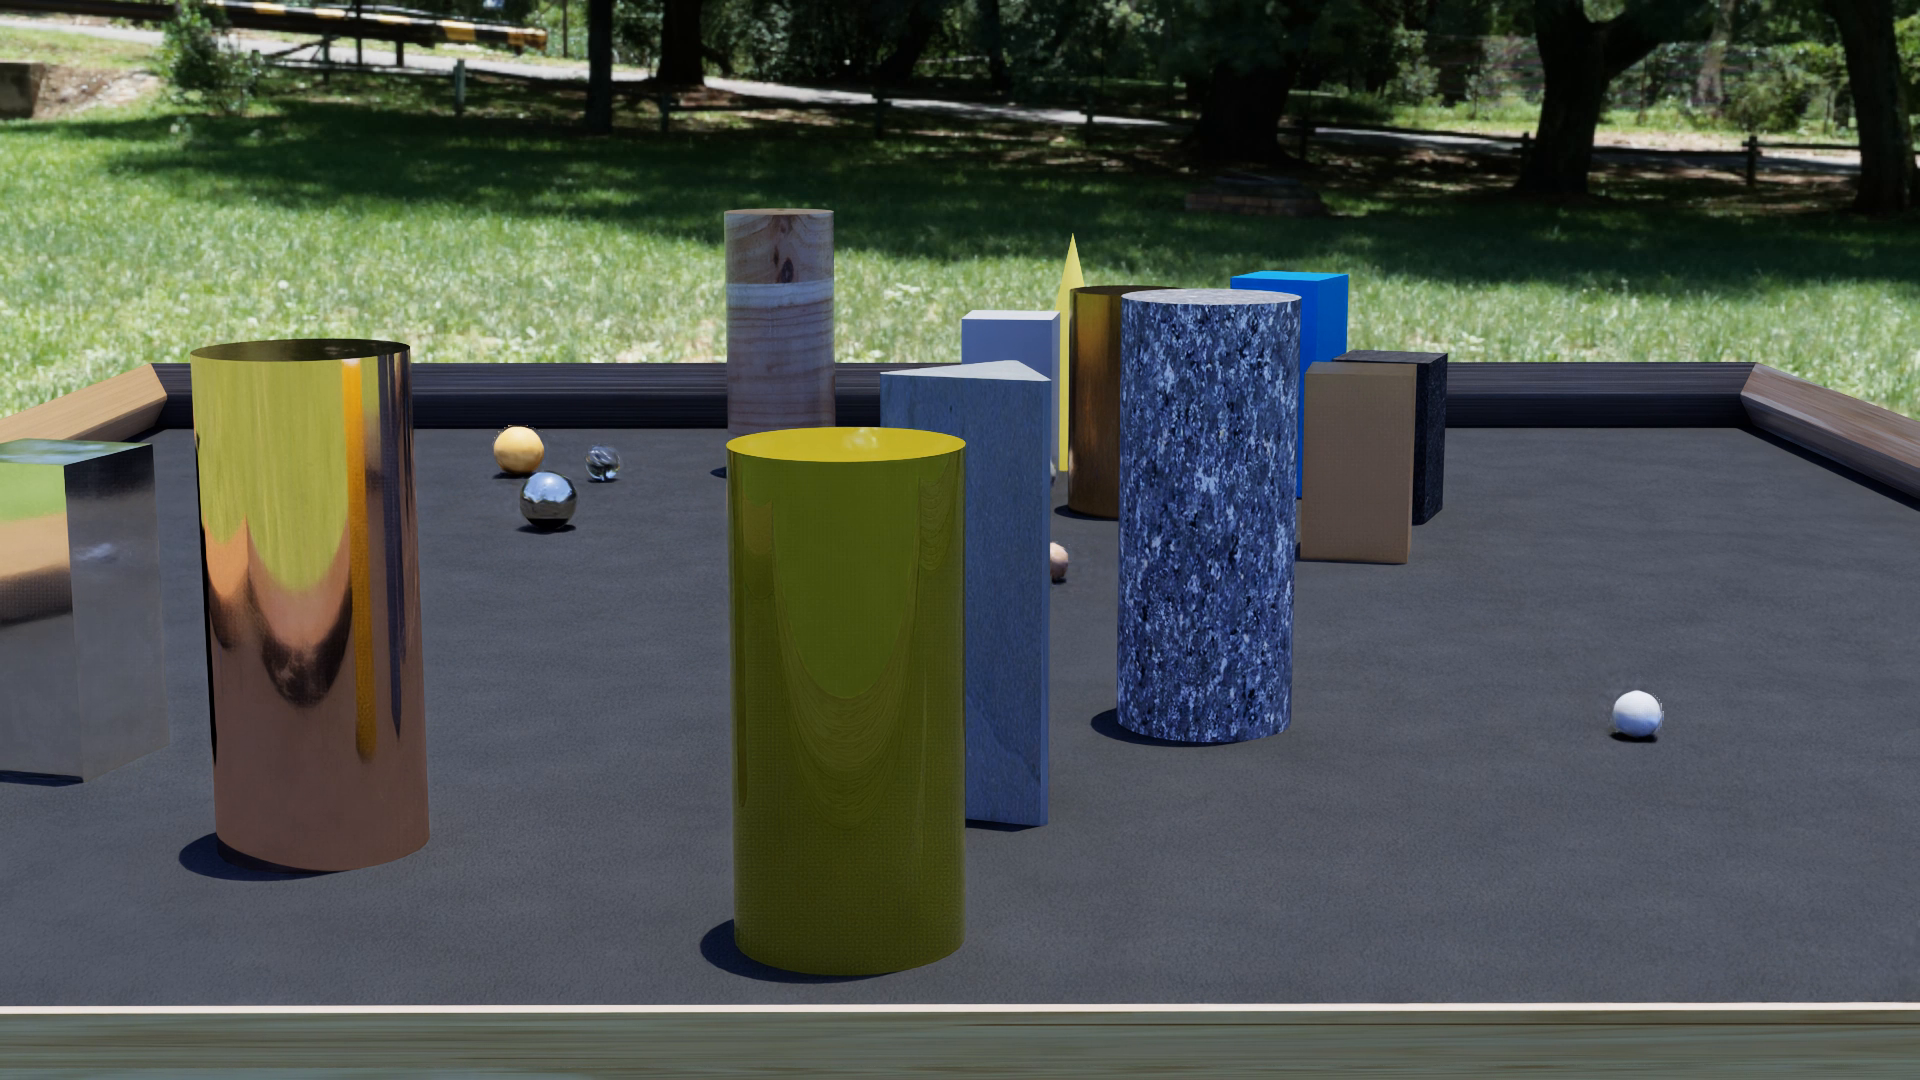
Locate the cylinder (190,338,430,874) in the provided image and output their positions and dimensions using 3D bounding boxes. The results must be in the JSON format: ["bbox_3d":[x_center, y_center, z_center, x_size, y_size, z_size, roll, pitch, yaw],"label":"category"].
[{"bbox_3d":[-0.603,0.056,2.393,0.196,0.469,0.196,0,11,0],"label":"cylinder"}]

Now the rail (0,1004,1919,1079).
[{"bbox_3d":[0.010,0.359,1.687,3.273,0.127,0.045,0,11,0],"label":"rail"}]

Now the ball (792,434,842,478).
[{"bbox_3d":[-0.253,-0.140,4.485,0.091,0.091,0.091,0,11,0],"label":"ball"}]

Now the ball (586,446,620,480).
[{"bbox_3d":[-0.634,-0.137,4.553,0.062,0.062,0.062,0,11,0],"label":"ball"}]

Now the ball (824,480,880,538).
[{"bbox_3d":[-0.167,-0.048,3.994,0.089,0.089,0.089,0,11,0],"label":"ball"}]

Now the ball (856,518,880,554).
[{"bbox_3d":[-0.130,-0.007,3.866,0.055,0.055,0.055,0,11,0],"label":"ball"}]

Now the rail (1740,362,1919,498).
[{"bbox_3d":[1.613,0.031,3.458,0.045,0.127,3.631,0,11,0],"label":"rail"}]

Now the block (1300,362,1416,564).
[{"bbox_3d":[0.600,-0.119,3.857,0.157,0.279,0.157,2,11,12],"label":"block"}]

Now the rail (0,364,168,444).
[{"bbox_3d":[-1.613,0.034,3.440,0.045,0.127,3.631,0,11,0],"label":"rail"}]

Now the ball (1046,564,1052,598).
[{"bbox_3d":[0.073,0.054,3.420,0.098,0.098,0.098,0,11,0],"label":"ball"}]

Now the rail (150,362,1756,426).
[{"bbox_3d":[-0.010,-0.294,5.211,3.273,0.127,0.045,0,11,0],"label":"rail"}]

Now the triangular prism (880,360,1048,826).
[{"bbox_3d":[0.028,0.046,2.544,0.170,0.434,0.147,4,11,20],"label":"triangular prism"}]

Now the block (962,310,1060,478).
[{"bbox_3d":[0.090,-0.249,4.515,0.157,0.295,0.157,1,11,7],"label":"block"}]

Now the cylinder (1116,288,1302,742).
[{"bbox_3d":[0.274,-0.032,2.846,0.196,0.476,0.196,0,11,0],"label":"cylinder"}]

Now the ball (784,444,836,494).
[{"bbox_3d":[-0.258,-0.122,4.397,0.087,0.087,0.087,0,11,0],"label":"ball"}]

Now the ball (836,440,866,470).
[{"bbox_3d":[-0.199,-0.153,4.654,0.054,0.054,0.054,0,11,0],"label":"ball"}]

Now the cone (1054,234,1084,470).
[{"bbox_3d":[0.206,-0.351,4.714,0.196,0.424,0.196,0,11,0],"label":"cone"}]

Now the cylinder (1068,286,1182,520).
[{"bbox_3d":[0.277,-0.229,4.222,0.196,0.363,0.196,0,11,0],"label":"cylinder"}]

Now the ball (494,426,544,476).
[{"bbox_3d":[-0.791,-0.159,4.597,0.089,0.089,0.089,0,11,0],"label":"ball"}]

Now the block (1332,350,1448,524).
[{"bbox_3d":[0.699,-0.171,4.191,0.157,0.260,0.157,4,11,21],"label":"block"}]

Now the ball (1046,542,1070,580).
[{"bbox_3d":[0.128,0.031,3.664,0.055,0.055,0.055,0,11,0],"label":"ball"}]

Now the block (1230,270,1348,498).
[{"bbox_3d":[0.566,-0.272,4.435,0.157,0.369,0.157,5,12,27],"label":"block"}]

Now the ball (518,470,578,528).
[{"bbox_3d":[-0.653,-0.064,4.071,0.092,0.092,0.092,0,11,0],"label":"ball"}]

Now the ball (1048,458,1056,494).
[{"bbox_3d":[0.121,-0.109,4.339,0.083,0.083,0.083,0,11,0],"label":"ball"}]

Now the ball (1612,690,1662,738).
[{"bbox_3d":[0.741,0.191,2.810,0.051,0.051,0.051,0,11,0],"label":"ball"}]

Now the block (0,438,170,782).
[{"bbox_3d":[-0.954,0.070,2.700,0.157,0.330,0.157,3,11,16],"label":"block"}]

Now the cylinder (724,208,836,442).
[{"bbox_3d":[-0.323,-0.357,4.623,0.196,0.467,0.196,0,11,0],"label":"cylinder"}]

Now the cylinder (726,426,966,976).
[{"bbox_3d":[-0.093,0.128,2.136,0.196,0.421,0.196,0,11,0],"label":"cylinder"}]
